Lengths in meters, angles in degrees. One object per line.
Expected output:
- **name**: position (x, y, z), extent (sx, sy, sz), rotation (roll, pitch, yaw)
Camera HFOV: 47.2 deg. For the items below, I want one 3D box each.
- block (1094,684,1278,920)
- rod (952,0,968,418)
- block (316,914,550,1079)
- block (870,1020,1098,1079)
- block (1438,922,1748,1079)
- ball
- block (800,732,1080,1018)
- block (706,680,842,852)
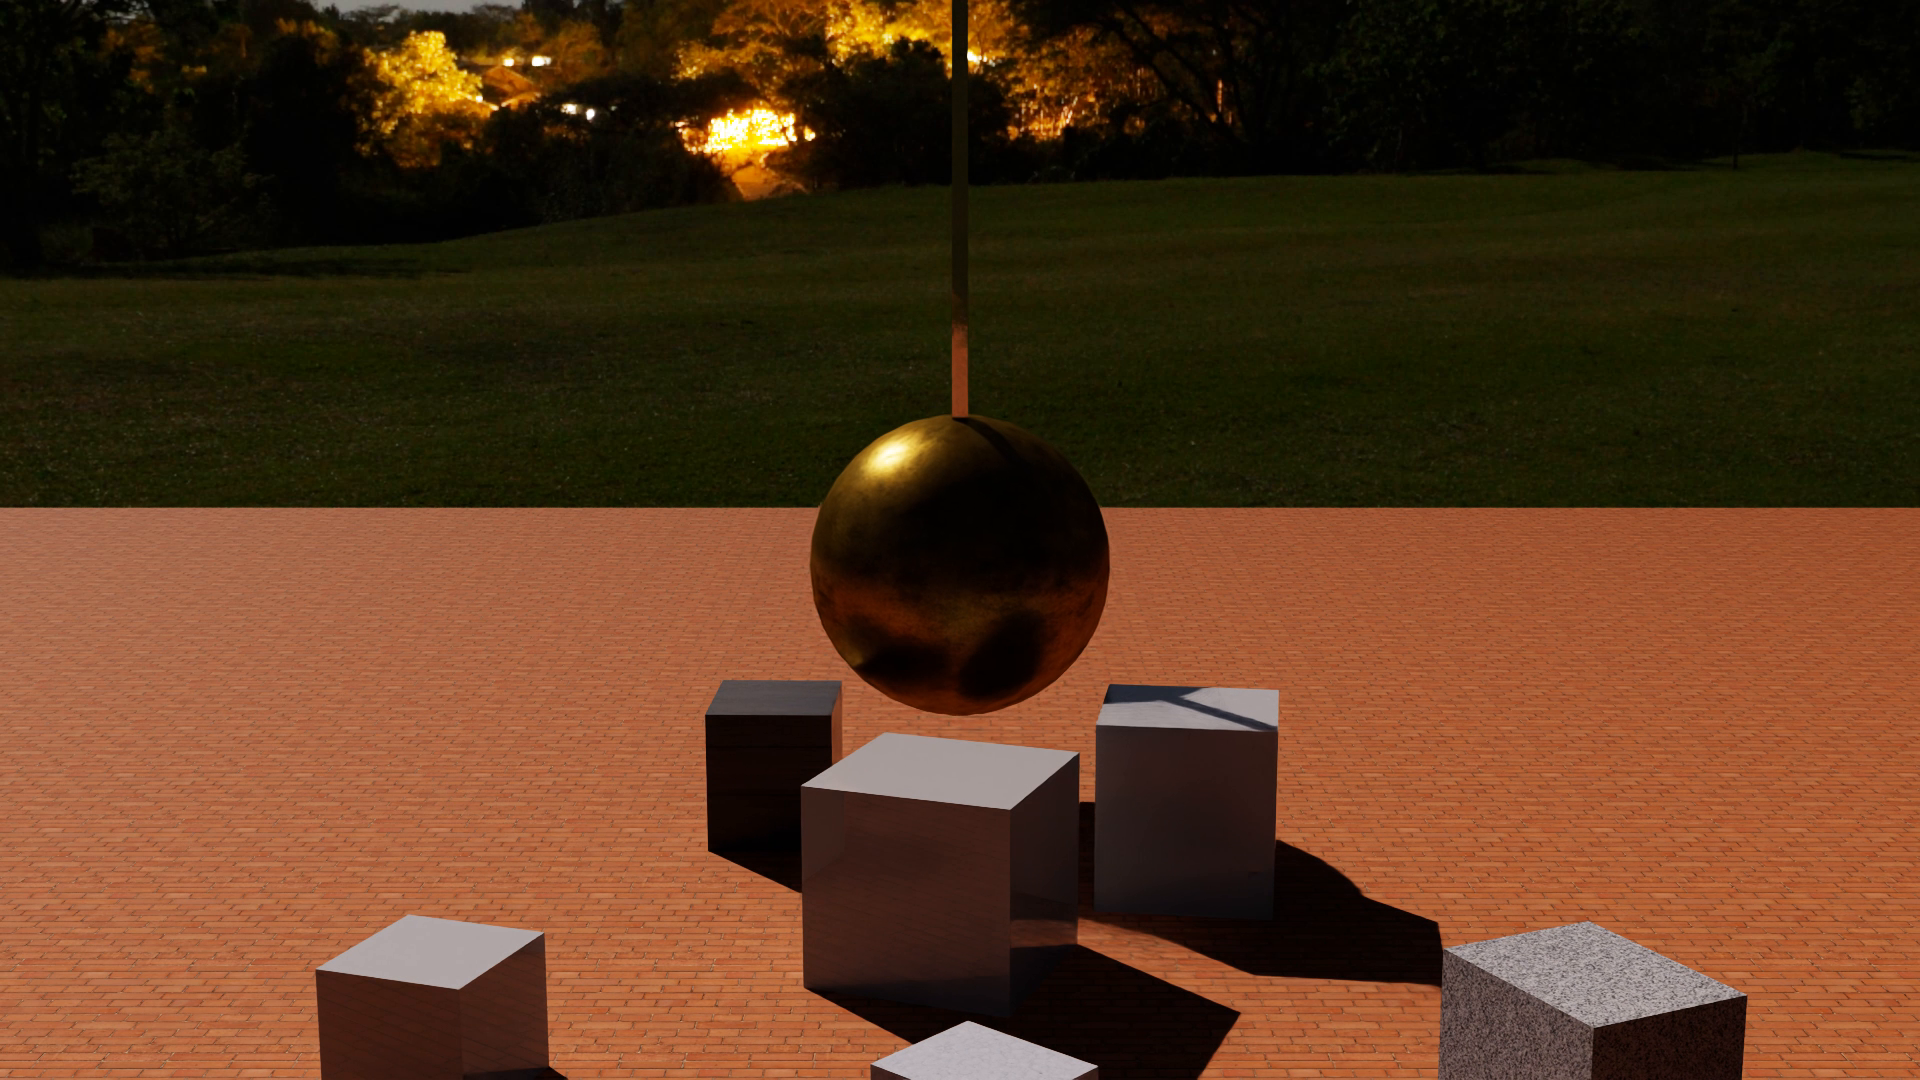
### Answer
- **block**: position (1.079, 1.219, 10.383), extent (0.820, 0.888, 0.774), rotation (2, 10, 8)
- **rod**: position (0.000, -3.156, 10.818), extent (0.080, 5.200, 0.080), rotation (0, 15, 0)
- **block**: position (-1.958, 1.789, 8.213), extent (0.598, 0.541, 0.604), rotation (4, 11, 19)
- **block**: position (0.078, 1.970, 7.107), extent (0.559, 0.581, 0.473), rotation (9, 14, 41)
- **block**: position (2.109, 1.818, 7.416), extent (0.635, 0.769, 0.760), rotation (-5, 11, -25)
- **ball**: position (0.000, 0.130, 11.691), extent (1.600, 1.600, 1.600), rotation (0, 10, 0)
- **block**: position (-0.069, 1.401, 9.404), extent (0.919, 0.878, 0.895), rotation (4, 11, 21)
- **block**: position (-0.941, 1.148, 11.289), extent (0.627, 0.703, 0.711), rotation (0, 10, 1)
